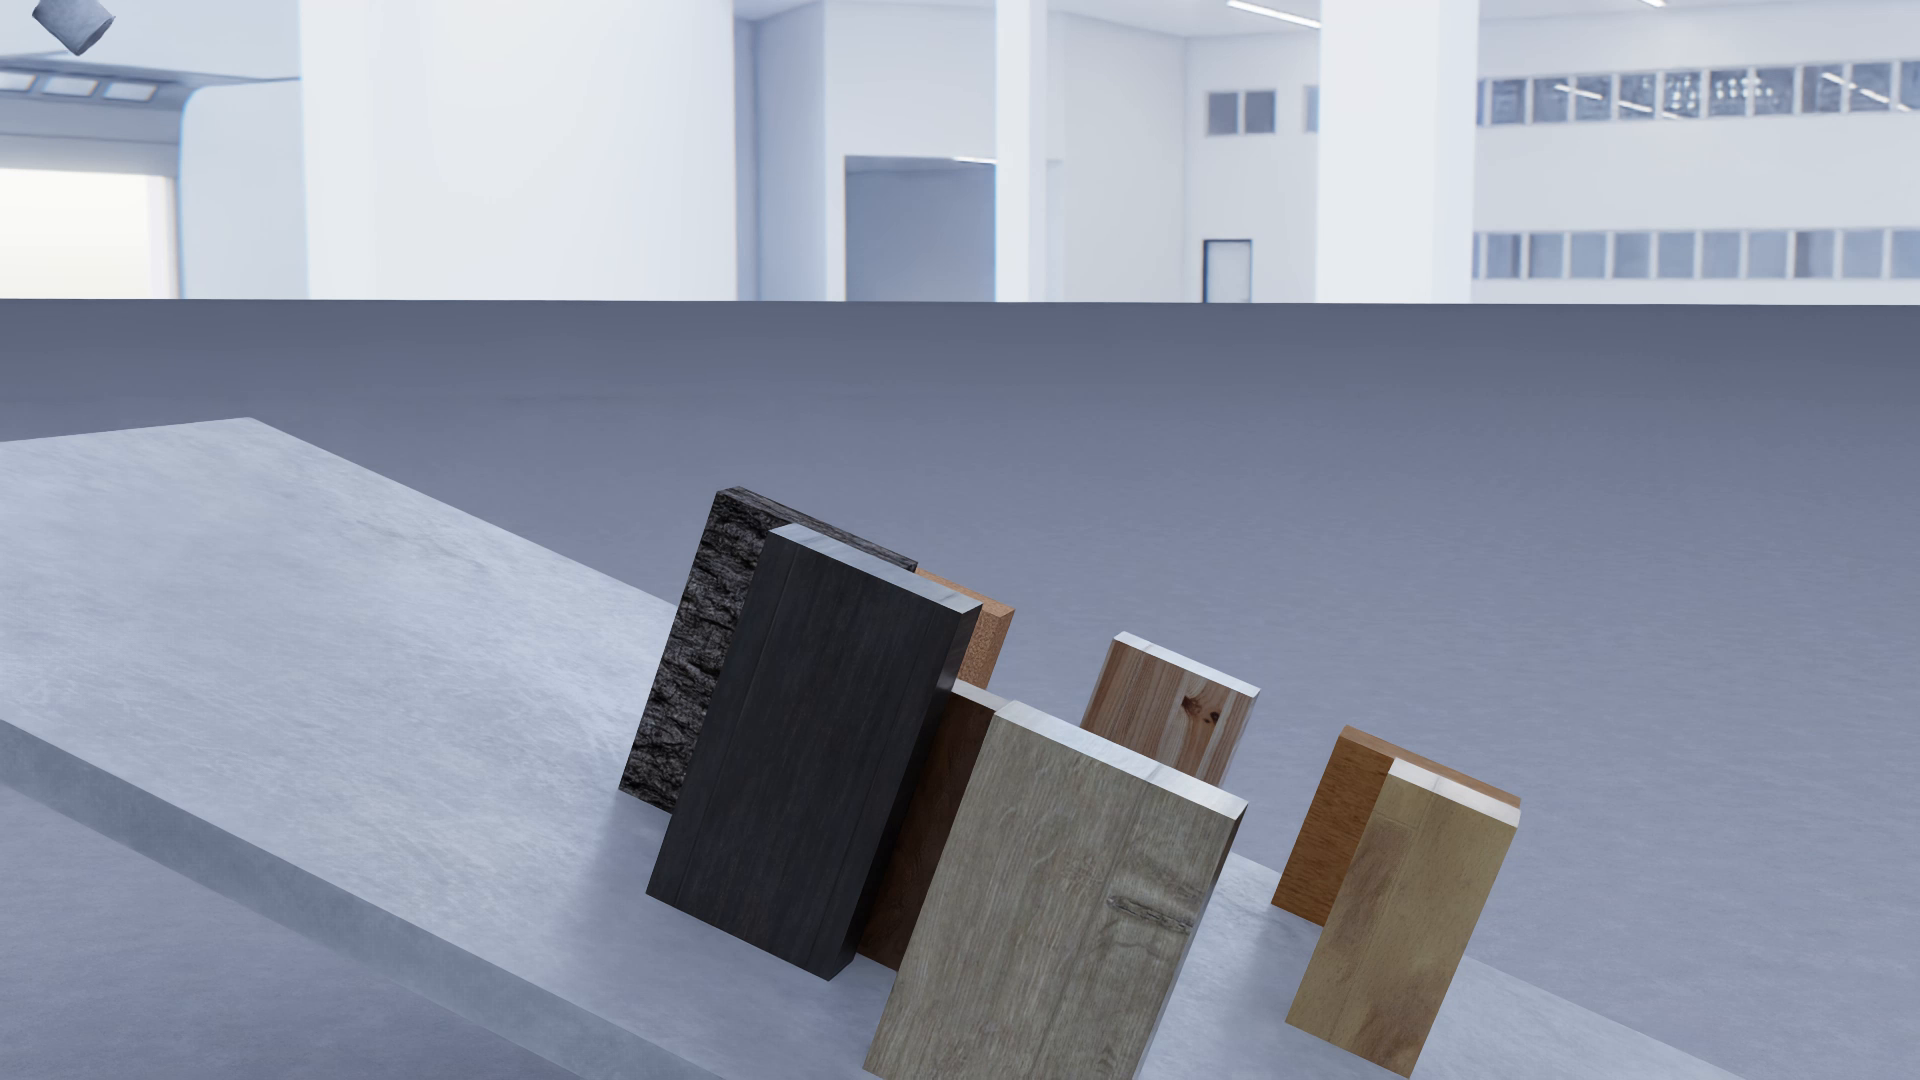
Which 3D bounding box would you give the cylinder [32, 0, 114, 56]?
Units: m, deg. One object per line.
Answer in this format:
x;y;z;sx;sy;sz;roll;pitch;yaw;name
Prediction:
-1.789;-1.056;4.438;0.111;0.111;0.111;44;-6;-16;cylinder

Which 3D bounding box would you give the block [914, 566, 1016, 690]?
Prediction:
-0.134;0.270;4.756;0.377;0.403;0.123;23;13;13;block

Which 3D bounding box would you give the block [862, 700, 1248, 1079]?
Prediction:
0.139;0.597;3.303;0.384;0.600;0.115;23;13;13;block

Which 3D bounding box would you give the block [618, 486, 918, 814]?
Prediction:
-0.356;0.252;4.029;0.371;0.599;0.103;23;13;13;block

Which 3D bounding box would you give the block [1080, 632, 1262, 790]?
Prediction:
0.352;0.481;4.308;0.292;0.527;0.093;23;13;13;block

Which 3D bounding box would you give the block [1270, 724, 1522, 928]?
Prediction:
0.930;0.666;4.703;0.396;0.402;0.121;23;13;13;block

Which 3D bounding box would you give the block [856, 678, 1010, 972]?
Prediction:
-0.022;0.499;3.729;0.284;0.493;0.085;23;13;13;block

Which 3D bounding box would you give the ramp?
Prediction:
-0.329;0.600;4.208;4.000;0.100;2.000;23;13;13;ramp

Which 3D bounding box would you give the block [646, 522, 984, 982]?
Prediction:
-0.245;0.348;3.636;0.349;0.662;0.119;23;13;13;block

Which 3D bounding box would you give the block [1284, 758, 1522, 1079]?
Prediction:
0.825;0.703;4.101;0.247;0.521;0.137;23;13;13;block
